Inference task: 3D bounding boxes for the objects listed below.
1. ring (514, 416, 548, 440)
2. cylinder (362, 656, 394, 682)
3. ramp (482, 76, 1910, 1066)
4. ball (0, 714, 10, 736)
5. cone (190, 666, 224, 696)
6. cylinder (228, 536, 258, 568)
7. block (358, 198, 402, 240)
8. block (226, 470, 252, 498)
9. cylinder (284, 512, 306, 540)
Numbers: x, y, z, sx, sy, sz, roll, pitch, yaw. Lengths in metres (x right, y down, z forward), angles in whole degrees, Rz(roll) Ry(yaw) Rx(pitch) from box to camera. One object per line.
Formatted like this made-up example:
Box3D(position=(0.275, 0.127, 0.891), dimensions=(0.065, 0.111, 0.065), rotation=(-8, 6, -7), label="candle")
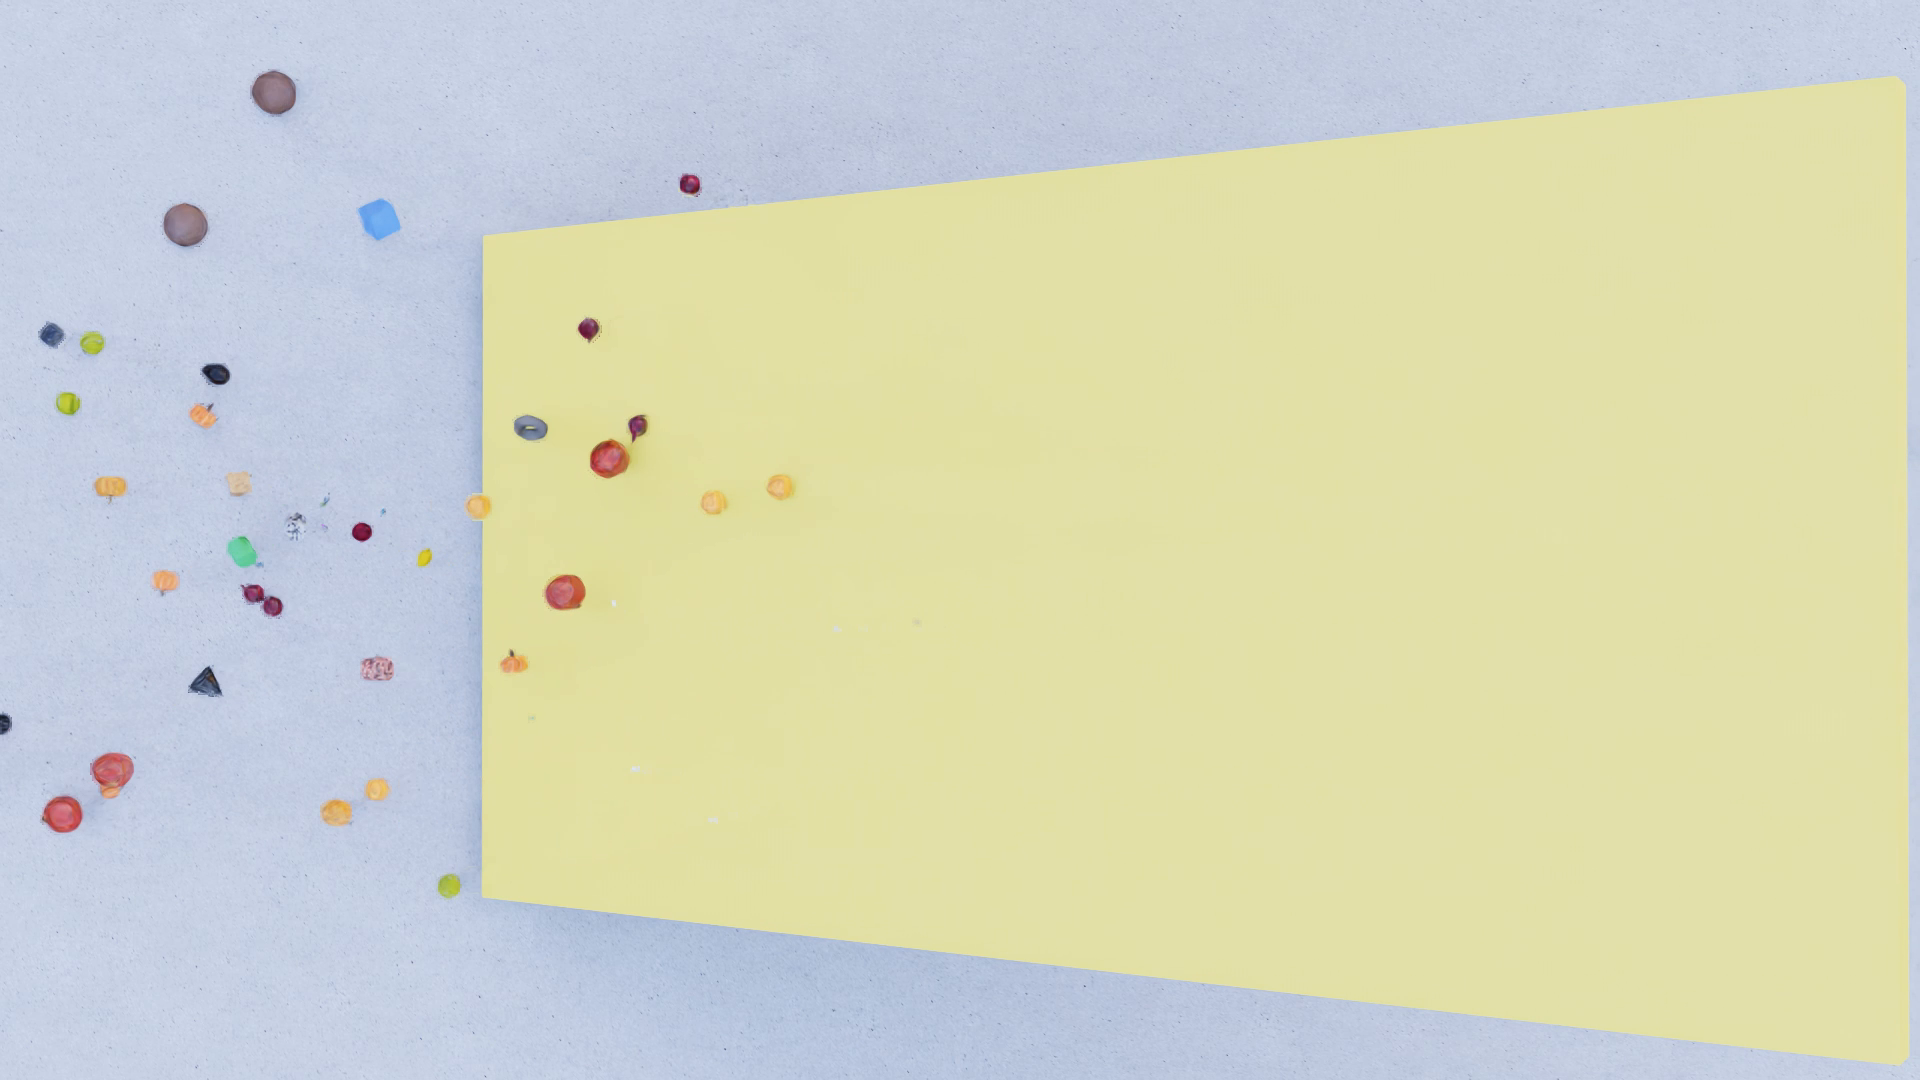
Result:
Box3D(position=(-1.264, -0.330, 6.469), dimensions=(0.101, 0.101, 0.034), rotation=(2, 56, 0), label="ring")
Box3D(position=(-1.766, 0.391, 6.670), dimensions=(0.070, 0.070, 0.070), rotation=(4, 89, 24), label="cylinder")
Box3D(position=(0.254, 0.070, 5.587), dimensions=(4.000, 0.100, 2.000), rotation=(0, 89, 33), label="ramp")
Box3D(position=(-2.926, 0.561, 6.693), dimensions=(0.066, 0.066, 0.066), rotation=(0, 90, 0), label="ball")
Box3D(position=(-2.280, 0.448, 6.701), dimensions=(0.093, 0.093, 0.093), rotation=(-46, 113, 0), label="cone")
Box3D(position=(-2.174, 0.037, 6.662), dimensions=(0.066, 0.066, 0.066), rotation=(-40, 64, 0), label="cylinder")
Box3D(position=(-1.753, -0.970, 6.642), dimensions=(0.082, 0.082, 0.082), rotation=(-31, 129, -23), label="block")
Box3D(position=(-2.182, -0.169, 6.657), dimensions=(0.062, 0.062, 0.062), rotation=(-11, 84, -21), label="block")
Box3D(position=(-2.019, -0.042, 6.680), dimensions=(0.065, 0.065, 0.065), rotation=(-8, 123, -12), label="cylinder")
